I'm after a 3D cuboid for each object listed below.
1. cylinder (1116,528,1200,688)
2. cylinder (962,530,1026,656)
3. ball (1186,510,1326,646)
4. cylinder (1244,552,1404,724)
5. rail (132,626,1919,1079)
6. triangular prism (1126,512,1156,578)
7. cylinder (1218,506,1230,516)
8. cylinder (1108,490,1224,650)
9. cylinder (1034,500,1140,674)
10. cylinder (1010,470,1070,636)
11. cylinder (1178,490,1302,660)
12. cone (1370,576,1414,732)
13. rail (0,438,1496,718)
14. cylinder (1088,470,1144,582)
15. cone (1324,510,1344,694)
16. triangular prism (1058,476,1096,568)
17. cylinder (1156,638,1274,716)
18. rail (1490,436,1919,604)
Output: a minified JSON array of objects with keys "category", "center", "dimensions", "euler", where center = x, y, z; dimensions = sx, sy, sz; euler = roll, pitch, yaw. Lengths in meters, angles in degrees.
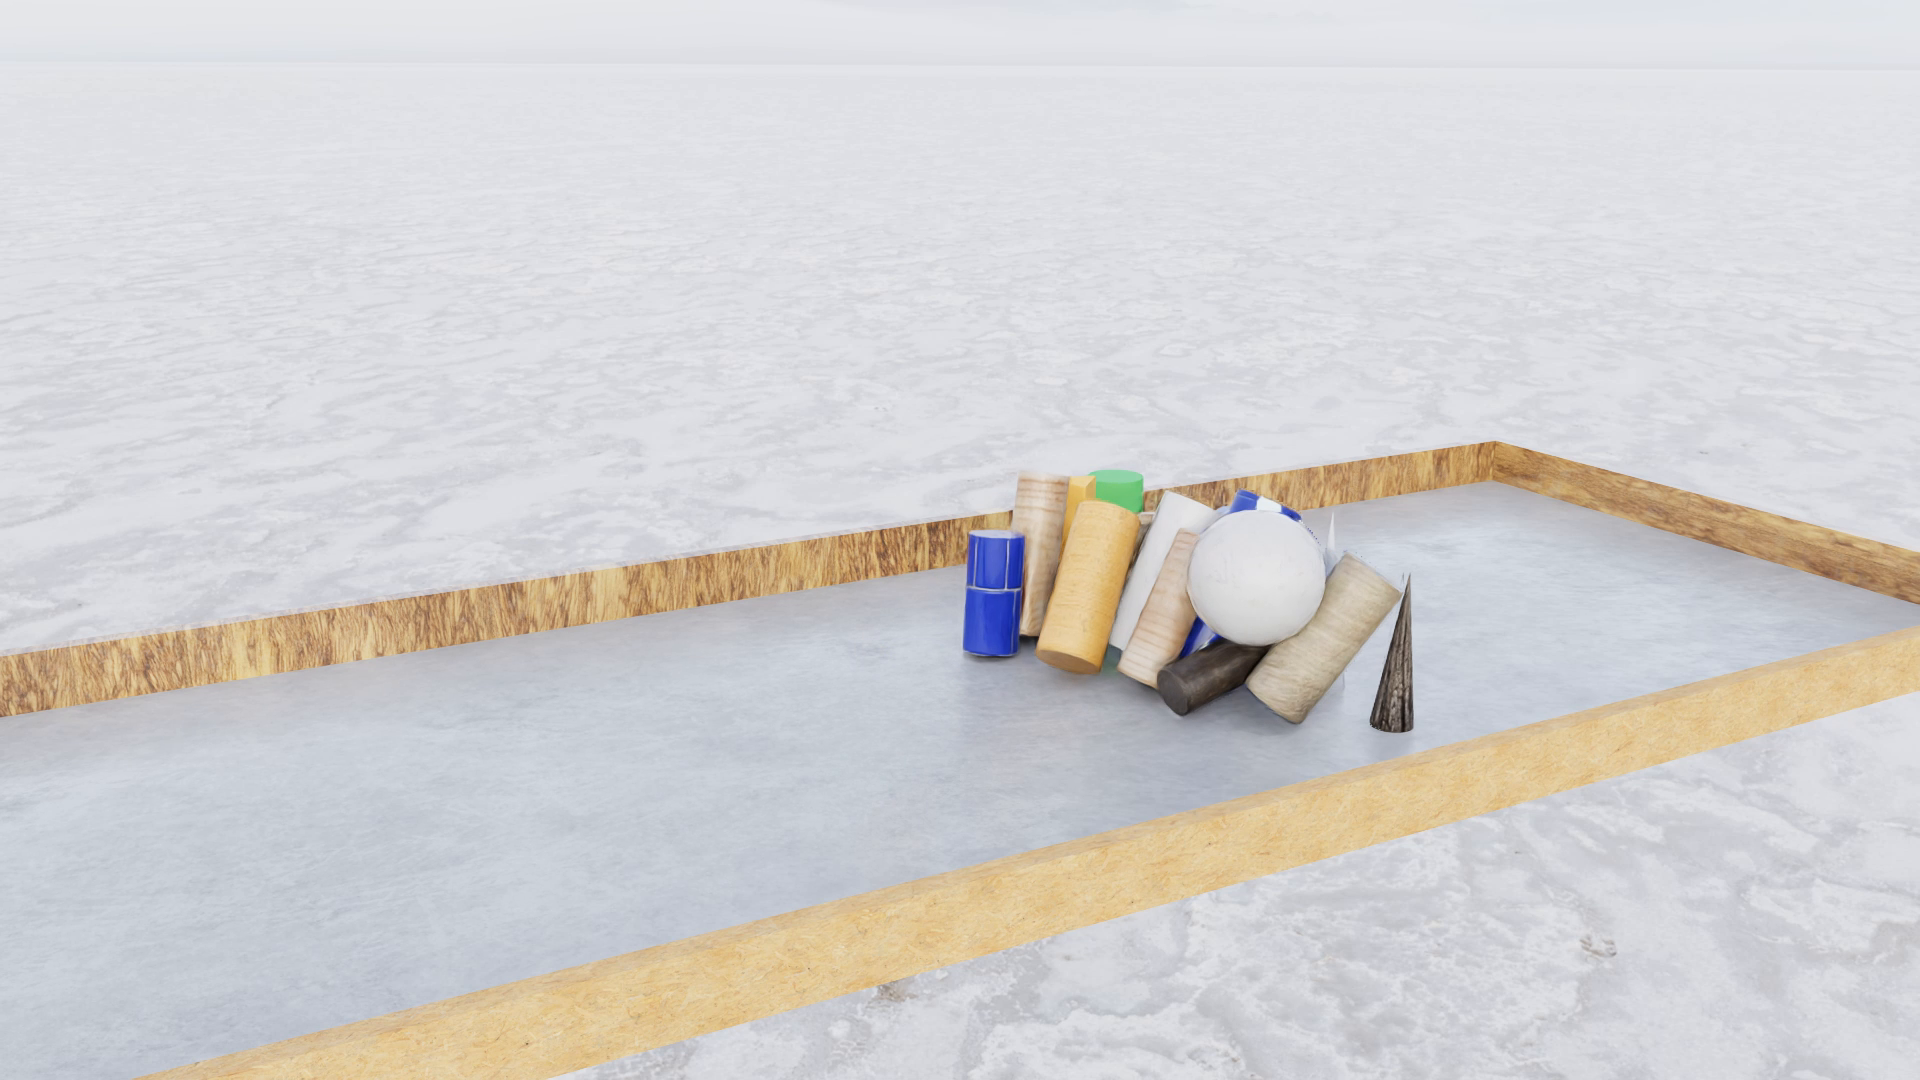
[{"category":"cylinder","center":[0.519,0.170,4.048],"dimensions":[0.128,0.382,0.128],"euler":[24,0,0]},{"category":"cylinder","center":[0.088,0.137,4.310],"dimensions":[0.148,0.309,0.148],"euler":[3,9,0]},{"category":"ball","center":[0.675,0.086,3.767],"dimensions":[0.313,0.313,0.313],"euler":[0,16,0]},{"category":"cylinder","center":[0.848,0.229,3.848],"dimensions":[0.163,0.388,0.163],"euler":[35,11,-8]},{"category":"rail","center":[-2.336,1.006,1.665],"dimensions":[12.000,0.150,0.050],"euler":[-9,18,-27]},{"category":"triangular prism","center":[0.487,0.102,4.367],"dimensions":[0.112,0.350,0.097],"euler":[4,5,-4]},{"category":"cylinder","center":[0.750,0.105,4.343],"dimensions":[0.168,0.365,0.168],"euler":[1,15,0]},{"category":"cylinder","center":[0.523,0.100,4.220],"dimensions":[0.177,0.415,0.177],"euler":[24,0,0]},{"category":"cylinder","center":[0.325,0.121,4.185],"dimensions":[0.170,0.408,0.170],"euler":[16,-17,5]},{"category":"cylinder","center":[0.199,0.035,4.433],"dimensions":[0.140,0.430,0.140],"euler":[8,2,0]},{"category":"cylinder","center":[0.683,0.113,4.129],"dimensions":[0.172,0.448,0.172],"euler":[24,0,0]},{"category":"cone","center":[1.021,0.251,3.821],"dimensions":[0.102,0.378,0.102],"euler":[2,18,-1]},{"category":"rail","center":[-3.305,0.497,3.399],"dimensions":[12.000,0.150,0.050],"euler":[-9,18,-27]},{"category":"cylinder","center":[0.455,-0.029,4.873],"dimensions":[0.164,0.328,0.164],"euler":[0,16,0]},{"category":"cone","center":[0.902,0.146,4.052],"dimensions":[0.113,0.453,0.113],"euler":[0,16,0]},{"category":"triangular prism","center":[0.335,0.017,4.614],"dimensions":[0.114,0.386,0.132],"euler":[-15,22,-41]},{"category":"cylinder","center":[0.645,0.298,3.973],"dimensions":[0.333,0.122,0.122],"euler":[-24,25,-21]},{"category":"rail","center":[2.466,-0.048,5.253],"dimensions":[0.050,0.150,2.100],"euler":[-9,18,-27]}]
